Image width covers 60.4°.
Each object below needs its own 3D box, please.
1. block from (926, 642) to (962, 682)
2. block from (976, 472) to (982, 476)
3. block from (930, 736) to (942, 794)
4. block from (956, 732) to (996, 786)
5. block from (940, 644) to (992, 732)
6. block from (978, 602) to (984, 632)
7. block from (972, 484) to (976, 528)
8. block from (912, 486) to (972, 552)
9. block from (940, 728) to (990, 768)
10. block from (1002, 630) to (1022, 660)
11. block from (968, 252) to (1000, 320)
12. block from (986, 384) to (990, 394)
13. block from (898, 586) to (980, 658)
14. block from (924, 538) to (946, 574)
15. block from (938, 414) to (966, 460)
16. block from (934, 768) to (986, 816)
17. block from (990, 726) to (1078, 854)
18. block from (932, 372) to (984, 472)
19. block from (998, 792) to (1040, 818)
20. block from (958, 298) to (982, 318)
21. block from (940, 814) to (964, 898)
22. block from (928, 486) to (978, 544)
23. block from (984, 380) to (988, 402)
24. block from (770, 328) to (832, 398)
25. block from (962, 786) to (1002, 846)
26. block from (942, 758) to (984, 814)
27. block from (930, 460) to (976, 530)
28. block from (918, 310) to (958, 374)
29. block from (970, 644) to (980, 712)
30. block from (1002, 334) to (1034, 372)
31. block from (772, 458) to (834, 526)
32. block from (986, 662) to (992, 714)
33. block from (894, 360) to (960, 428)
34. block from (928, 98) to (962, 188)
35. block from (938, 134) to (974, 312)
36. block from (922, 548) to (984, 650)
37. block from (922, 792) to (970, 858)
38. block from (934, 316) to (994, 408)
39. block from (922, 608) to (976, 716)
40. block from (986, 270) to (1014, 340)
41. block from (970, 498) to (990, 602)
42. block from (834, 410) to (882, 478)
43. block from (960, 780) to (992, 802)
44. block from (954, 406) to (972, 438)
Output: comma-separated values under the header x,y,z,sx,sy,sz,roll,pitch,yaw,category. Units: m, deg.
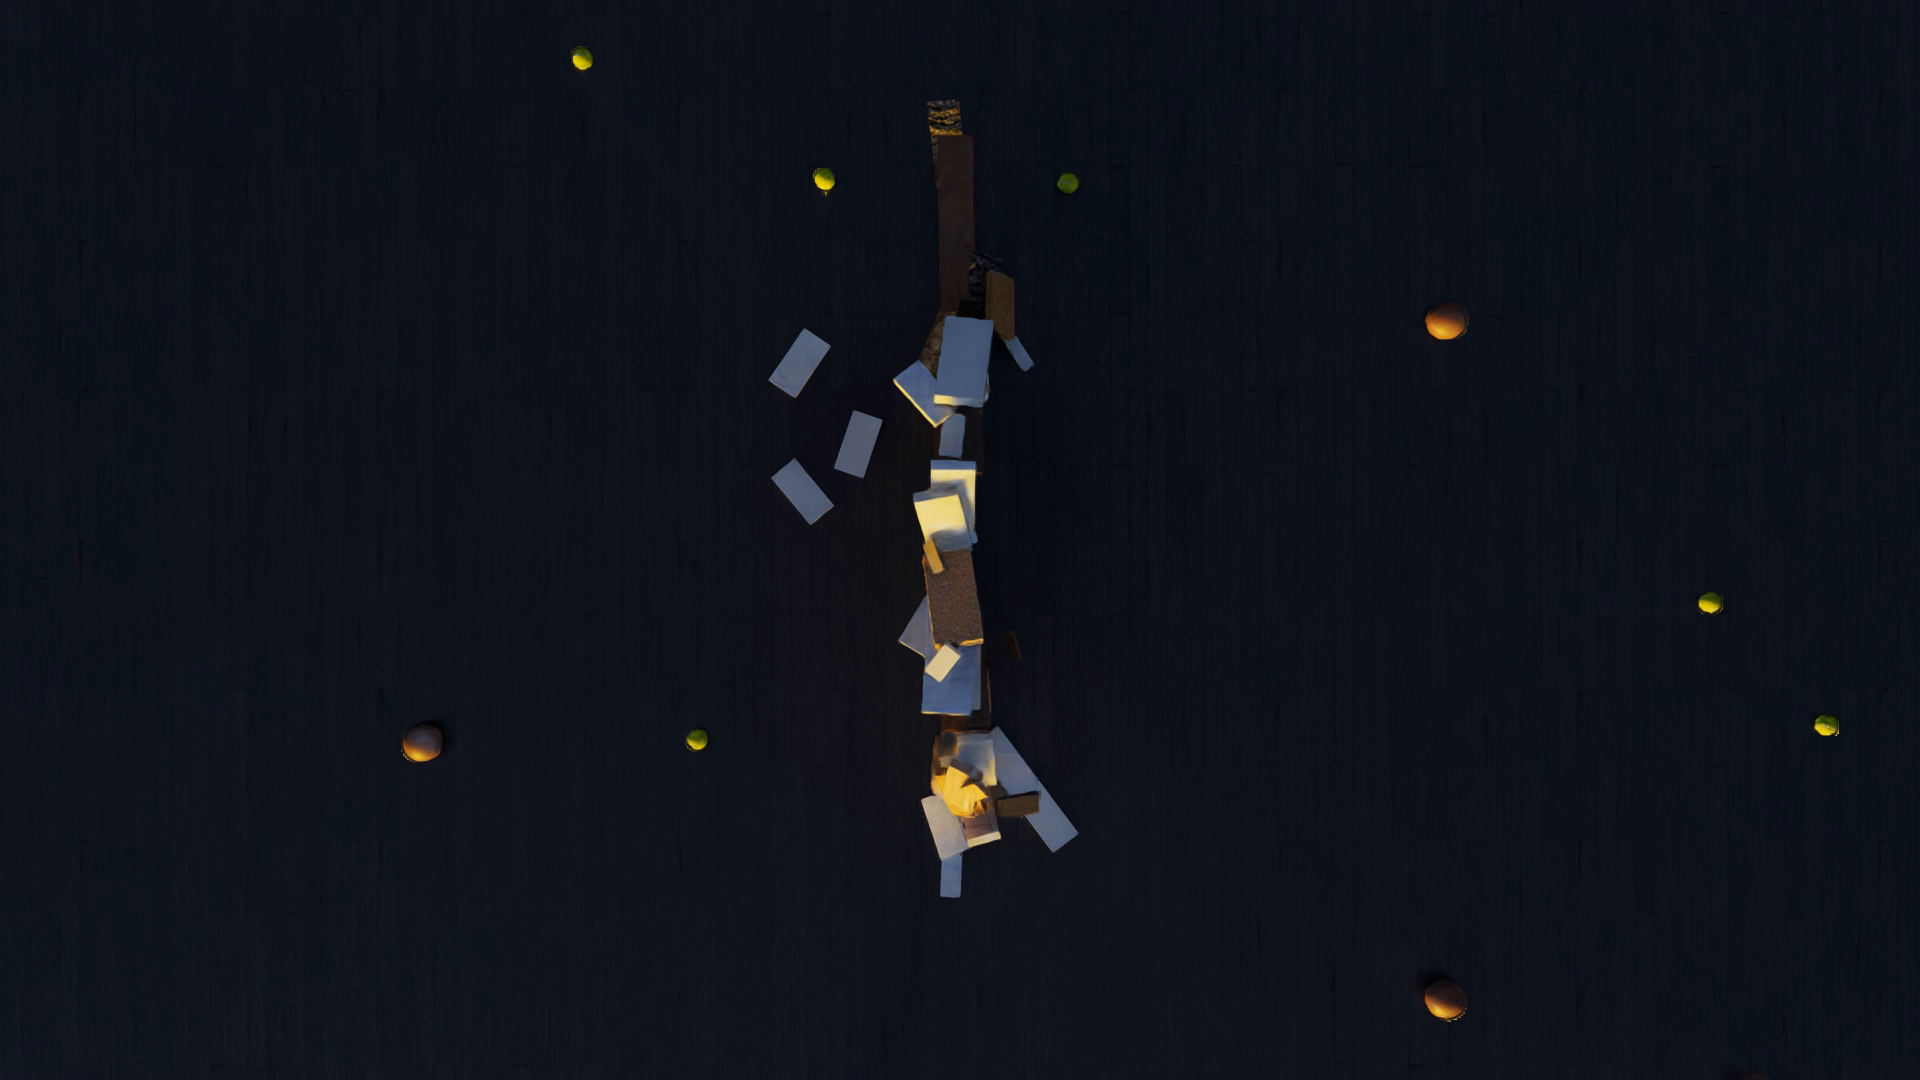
x,y,z,sx,sy,sz,roll,pitch,yaw,category
-0.049,0.360,4.865,0.059,0.017,0.118,38,120,2,block
-0.003,-0.238,5.134,0.149,0.299,0.042,-1,85,0,block
-0.008,0.709,5.281,0.156,0.312,0.044,-7,109,4,block
0.052,0.675,5.042,0.107,0.030,0.214,-5,132,1,block
0.006,0.429,5.043,0.151,0.043,0.302,-5,77,-1,block
-0.004,0.261,5.222,0.151,0.302,0.043,-1,126,0,block
-0.003,-0.085,5.063,0.101,0.029,0.202,-1,123,0,block
-0.049,-0.053,4.903,0.131,0.263,0.037,-10,50,4,block
0.017,0.645,5.248,0.156,0.342,0.044,-7,102,1,block
0.173,0.350,5.477,0.014,0.048,0.095,-15,90,-40,block
0.079,-0.825,5.447,0.033,0.115,0.230,3,90,42,block
0.024,-0.478,4.919,0.068,0.019,0.135,-30,64,-15,block
-0.062,0.227,4.996,0.131,0.037,0.263,30,82,6,block
-0.075,0.049,4.912,0.048,0.014,0.095,-35,72,43,block
-0.023,-0.309,4.896,0.068,0.019,0.135,6,74,0,block
0.003,0.774,5.086,0.107,0.214,0.030,-4,46,16,block
0.217,0.828,5.485,0.107,0.030,0.446,-37,90,0,block
-0.004,-0.353,4.964,0.149,0.042,0.299,-1,89,0,block
0.172,0.769,4.797,0.118,0.017,0.059,-7,109,-12,block
0.022,-0.669,5.302,0.027,0.096,0.192,-11,54,31,block
-0.017,0.873,5.490,0.068,0.019,0.627,3,90,0,block
-0.020,-0.077,5.001,0.101,0.029,0.202,-15,107,4,block
0.033,-0.555,5.382,0.115,0.033,0.230,3,56,-5,block
-0.532,-0.587,5.485,0.106,0.030,0.212,34,90,0,block
0.057,0.854,5.235,0.102,0.314,0.029,-16,118,1,block
0.008,0.743,4.975,0.102,0.204,0.029,24,53,12,block
-0.024,-0.132,4.879,0.131,0.263,0.037,2,50,-1,block
-0.070,-0.600,5.265,0.096,0.027,0.382,5,48,17,block
-0.015,0.363,5.012,0.156,0.044,0.312,0,77,1,block
0.172,-0.657,5.467,0.048,0.014,0.209,-38,99,-32,block
-0.523,-0.161,5.486,0.102,0.029,0.204,-40,90,0,block
0.020,0.469,5.275,0.151,0.449,0.043,-1,101,0,block
-0.099,-0.435,4.907,0.096,0.027,0.192,-38,77,-15,block
-0.042,-1.320,5.485,0.106,0.030,0.279,-6,90,0,block
-0.010,-0.939,5.455,0.115,0.033,0.785,-1,94,-2,block
-0.021,0.175,4.928,0.146,0.041,0.292,-7,66,-3,block
-0.047,0.939,5.459,0.102,0.029,0.204,-21,84,19,block
0.013,-0.533,4.916,0.146,0.041,0.292,6,60,4,block
-0.031,0.363,4.931,0.146,0.041,0.313,4,80,1,block
0.132,-0.772,5.428,0.030,0.106,0.212,-12,71,42,block
0.006,0.031,5.153,0.162,0.046,0.324,1,90,0,block
-0.338,-0.318,5.486,0.102,0.029,0.204,19,90,0,block
0.047,0.741,4.880,0.059,0.118,0.017,42,66,-5,block
0.004,-0.372,4.934,0.068,0.019,0.135,-1,89,0,block
